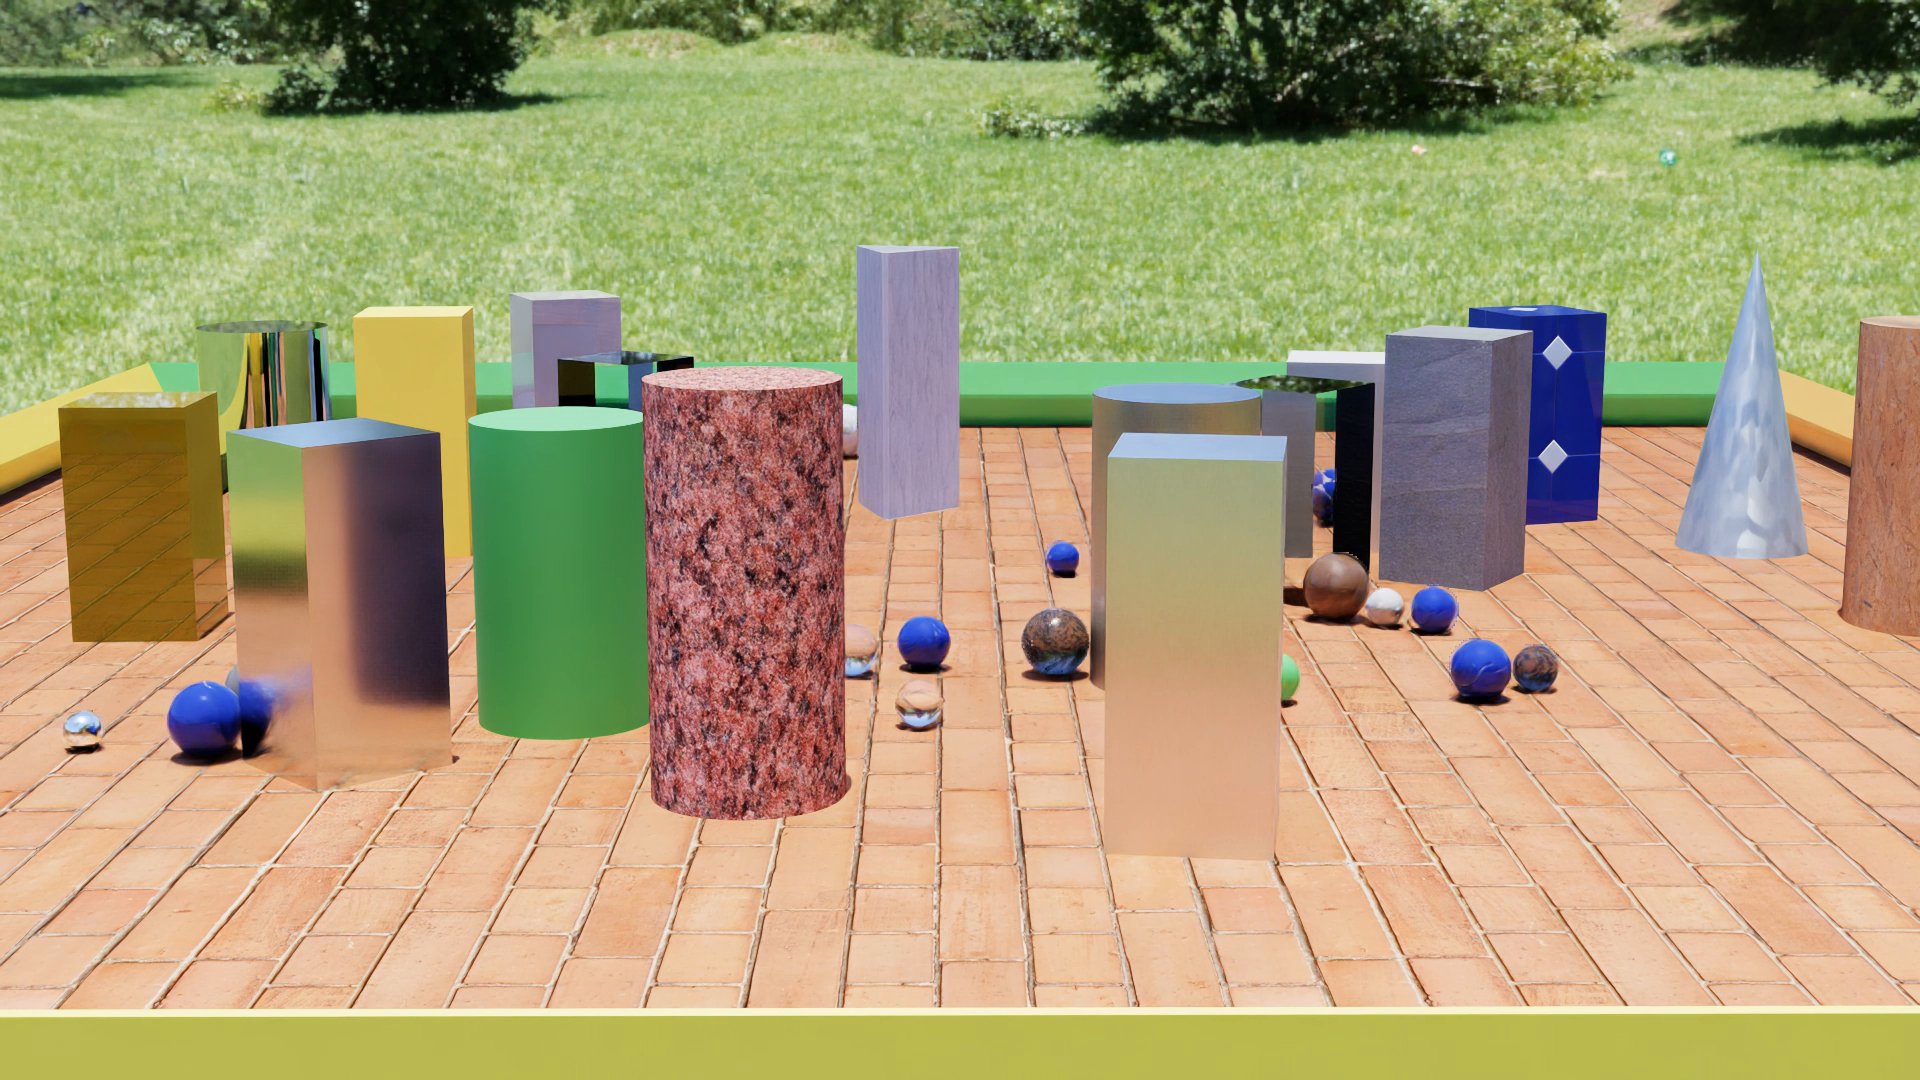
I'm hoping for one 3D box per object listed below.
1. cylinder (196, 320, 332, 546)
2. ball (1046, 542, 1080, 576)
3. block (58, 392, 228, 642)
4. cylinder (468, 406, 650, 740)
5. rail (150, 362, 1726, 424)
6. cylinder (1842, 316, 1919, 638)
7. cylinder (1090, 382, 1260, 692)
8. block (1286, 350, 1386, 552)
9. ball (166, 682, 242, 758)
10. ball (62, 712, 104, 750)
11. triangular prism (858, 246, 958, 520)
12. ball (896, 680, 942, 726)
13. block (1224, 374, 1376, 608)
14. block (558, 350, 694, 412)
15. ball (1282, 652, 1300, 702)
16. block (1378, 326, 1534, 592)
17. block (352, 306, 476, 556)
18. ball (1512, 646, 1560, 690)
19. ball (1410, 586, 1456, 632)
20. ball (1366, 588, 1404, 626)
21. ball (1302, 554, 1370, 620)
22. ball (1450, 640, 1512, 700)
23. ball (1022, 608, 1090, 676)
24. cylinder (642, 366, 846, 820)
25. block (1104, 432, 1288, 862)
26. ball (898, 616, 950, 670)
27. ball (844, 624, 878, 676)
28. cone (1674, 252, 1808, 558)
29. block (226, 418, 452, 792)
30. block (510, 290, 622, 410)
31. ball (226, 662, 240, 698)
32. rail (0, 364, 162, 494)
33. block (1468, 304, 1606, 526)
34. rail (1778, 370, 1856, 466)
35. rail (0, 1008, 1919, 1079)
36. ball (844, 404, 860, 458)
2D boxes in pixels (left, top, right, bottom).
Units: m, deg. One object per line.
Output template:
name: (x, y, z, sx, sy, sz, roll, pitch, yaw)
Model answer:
cylinder: (-1.079, -0.169, 3.999, 0.198, 0.328, 0.198, 0, 10, 0)
ball: (0.149, 0.027, 3.707, 0.048, 0.048, 0.048, 0, 10, 0)
block: (-1.057, -0.033, 3.332, 0.158, 0.302, 0.158, 0, 10, -1)
cylinder: (-0.444, 0.033, 2.871, 0.198, 0.341, 0.198, 0, 10, 0)
rail: (-0.010, -0.295, 5.218, 3.285, 0.128, 0.045, 0, 10, 0)
cylinder: (1.272, -0.087, 3.363, 0.198, 0.397, 0.198, 0, 10, 0)
cylinder: (0.254, -0.002, 3.043, 0.198, 0.347, 0.198, 0, 10, 0)
block: (0.582, -0.138, 3.941, 0.158, 0.287, 0.158, 2, 11, 9)
ball: (-0.801, 0.191, 2.729, 0.081, 0.081, 0.081, 0, 10, 0)
ball: (-0.944, 0.206, 2.760, 0.042, 0.042, 0.042, 0, 10, 0)
triangular prism: (-0.114, -0.266, 4.234, 0.148, 0.432, 0.171, 10, 14, 43)
ball: (-0.046, 0.182, 2.858, 0.053, 0.053, 0.053, 0, 10, 0)
block: (0.464, -0.071, 3.568, 0.158, 0.293, 0.158, 8, 13, 38)
block: (-0.552, -0.178, 4.259, 0.158, 0.250, 0.158, 8, 13, 35)
ball: (0.361, 0.158, 2.963, 0.061, 0.061, 0.061, 0, 10, 0)
block: (0.709, -0.121, 3.670, 0.158, 0.352, 0.158, 7, 12, 32)
block: (-0.820, -0.166, 3.889, 0.158, 0.361, 0.158, -1, 11, -4)
ball: (0.679, 0.151, 3.024, 0.053, 0.053, 0.053, 0, 10, 0)
ball: (0.615, 0.090, 3.334, 0.059, 0.059, 0.059, 0, 10, 0)
ball: (0.558, 0.088, 3.369, 0.051, 0.051, 0.051, 0, 10, 0)
ball: (0.500, 0.062, 3.405, 0.089, 0.089, 0.089, 0, 10, 0)
ball: (0.605, 0.151, 2.978, 0.071, 0.071, 0.071, 0, 10, 0)
ball: (0.115, 0.123, 3.095, 0.082, 0.082, 0.082, 0, 10, 0)
cylinder: (-0.214, 0.048, 2.564, 0.198, 0.423, 0.198, 0, 10, 0)
block: (0.224, 0.097, 2.431, 0.158, 0.375, 0.158, 2, 11, 8)
ball: (-0.044, 0.125, 3.131, 0.065, 0.065, 0.065, 0, 10, 0)
ball: (-0.130, 0.133, 3.096, 0.063, 0.063, 0.063, 0, 10, 0)
cone: (1.196, -0.214, 3.888, 0.198, 0.457, 0.198, 0, 10, 0)
block: (-0.647, 0.062, 2.678, 0.158, 0.354, 0.158, -10, 14, -42)
block: (-0.698, -0.271, 4.553, 0.158, 0.327, 0.158, -5, 11, -23)
ball: (-0.783, 0.166, 2.874, 0.078, 0.078, 0.078, 0, 10, 0)
rail: (-1.619, 0.035, 3.440, 0.045, 0.128, 3.646, 0, 10, 0)
block: (0.932, -0.206, 4.173, 0.158, 0.336, 0.158, -4, 11, -19)
rail: (1.619, 0.031, 3.458, 0.045, 0.128, 3.646, 0, 10, 0)
rail: (0.010, 0.361, 1.679, 3.285, 0.128, 0.045, 0, 10, 0)
ball: (-0.214, -0.205, 4.820, 0.099, 0.099, 0.099, 0, 10, 0)
